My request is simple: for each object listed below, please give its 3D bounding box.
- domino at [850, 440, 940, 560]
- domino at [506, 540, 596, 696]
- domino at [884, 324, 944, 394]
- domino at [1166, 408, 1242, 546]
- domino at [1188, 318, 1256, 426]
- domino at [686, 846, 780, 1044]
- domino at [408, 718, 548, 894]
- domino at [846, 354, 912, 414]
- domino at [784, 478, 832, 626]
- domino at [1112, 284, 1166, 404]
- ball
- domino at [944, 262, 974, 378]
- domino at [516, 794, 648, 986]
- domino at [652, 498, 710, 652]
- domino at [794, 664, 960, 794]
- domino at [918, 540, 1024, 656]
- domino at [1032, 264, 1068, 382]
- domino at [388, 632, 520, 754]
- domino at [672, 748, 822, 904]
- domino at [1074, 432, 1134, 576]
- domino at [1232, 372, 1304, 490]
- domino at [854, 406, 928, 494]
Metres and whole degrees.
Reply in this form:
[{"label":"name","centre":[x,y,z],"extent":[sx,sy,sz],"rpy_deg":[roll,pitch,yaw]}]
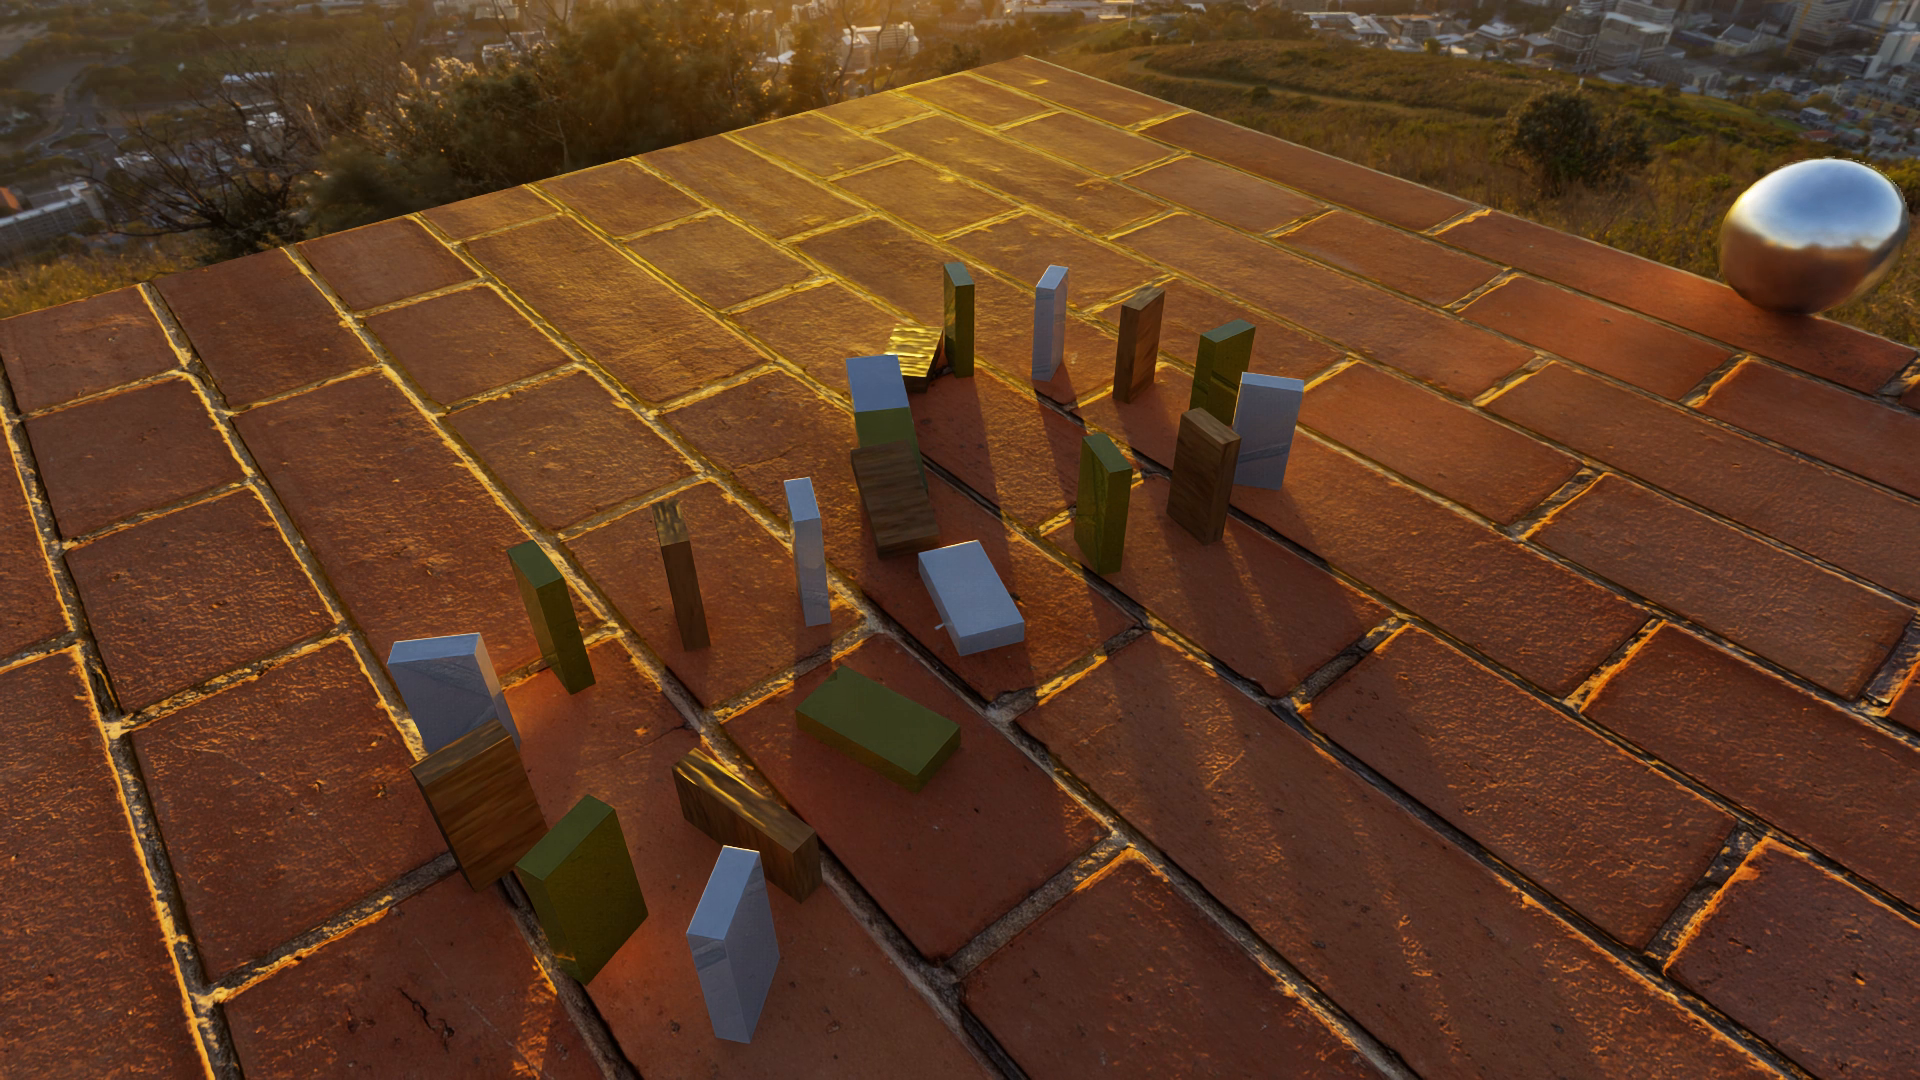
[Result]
[{"label":"domino","centre":[-0.027,-0.017,0.453],"extent":[0.025,0.010,0.050],"rpy_deg":[-12,58,-12]},{"label":"domino","centre":[-0.140,0.027,0.378],"extent":[0.010,0.050,0.025],"rpy_deg":[-27,46,-29]},{"label":"domino","centre":[-0.025,-0.092,0.556],"extent":[0.025,0.010,0.050],"rpy_deg":[6,40,7]},{"label":"domino","centre":[0.097,-0.025,0.442],"extent":[0.010,0.050,0.025],"rpy_deg":[-19,43,-22]},{"label":"domino","centre":[0.118,-0.073,0.501],"extent":[0.025,0.050,0.009],"rpy_deg":[-25,45,-27]},{"label":"domino","centre":[-0.057,0.105,0.283],"extent":[0.010,0.050,0.025],"rpy_deg":[7,40,9]},{"label":"domino","centre":[-0.137,0.077,0.317],"extent":[0.025,0.050,0.010],"rpy_deg":[-32,49,-33]},{"label":"domino","centre":[-0.038,-0.066,0.516],"extent":[0.025,0.010,0.050],"rpy_deg":[-7,52,-9]},{"label":"domino","centre":[-0.056,0.005,0.406],"extent":[0.010,0.050,0.025],"rpy_deg":[-9,40,-11]},{"label":"domino","centre":[0.085,-0.093,0.525],"extent":[0.009,0.050,0.025],"rpy_deg":[24,45,27]},{"label":"ball","centre":[0.450,-0.160,0.584],"extent":[0.080,0.080,0.080],"rpy_deg":[0,39,0]},{"label":"domino","centre":[-0.001,-0.109,0.544],"extent":[0.010,0.050,0.025],"rpy_deg":[-8,40,-10]},{"label":"domino","centre":[-0.100,0.095,0.296],"extent":[0.009,0.050,0.025],"rpy_deg":[20,43,22]},{"label":"domino","centre":[-0.100,0.013,0.396],"extent":[0.010,0.050,0.025],"rpy_deg":[-13,41,-15]},{"label":"domino","centre":[-0.027,0.062,0.367],"extent":[0.050,0.010,0.025],"rpy_deg":[23,45,26]},{"label":"domino","centre":[0.004,0.021,0.418],"extent":[0.025,0.010,0.050],"rpy_deg":[-12,41,-15]},{"label":"domino","centre":[0.044,-0.106,0.541],"extent":[0.010,0.050,0.025],"rpy_deg":[12,41,15]},{"label":"domino","centre":[-0.159,0.052,0.348],"extent":[0.025,0.050,0.009],"rpy_deg":[-6,40,-7]},{"label":"domino","centre":[-0.064,0.085,0.328],"extent":[0.050,0.025,0.009],"rpy_deg":[26,46,28]},{"label":"domino","centre":[0.055,-0.014,0.428],"extent":[0.009,0.050,0.025],"rpy_deg":[-12,41,-14]},{"label":"domino","centre":[0.128,-0.046,0.467],"extent":[0.025,0.050,0.009],"rpy_deg":[10,40,12]},{"label":"domino","centre":[-0.030,-0.036,0.480],"extent":[0.025,0.010,0.050],"rpy_deg":[-7,51,-9]}]
